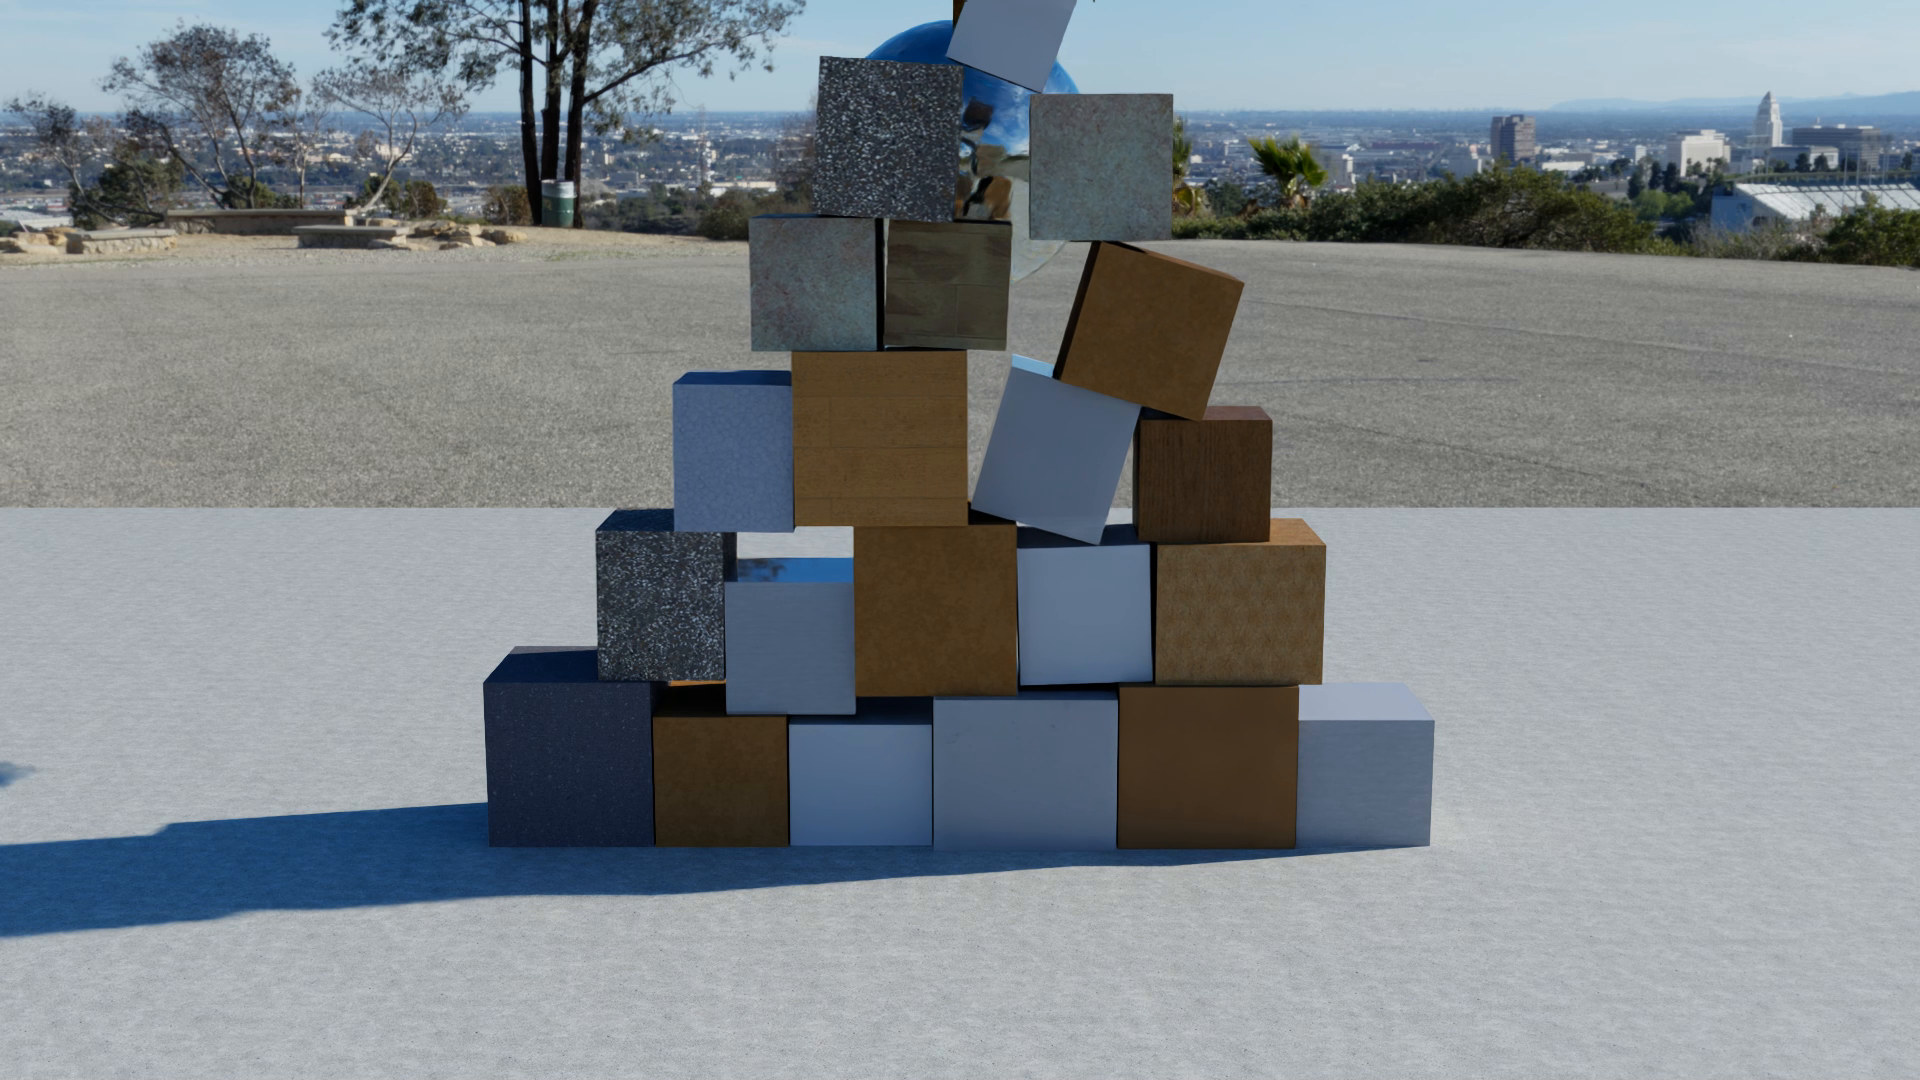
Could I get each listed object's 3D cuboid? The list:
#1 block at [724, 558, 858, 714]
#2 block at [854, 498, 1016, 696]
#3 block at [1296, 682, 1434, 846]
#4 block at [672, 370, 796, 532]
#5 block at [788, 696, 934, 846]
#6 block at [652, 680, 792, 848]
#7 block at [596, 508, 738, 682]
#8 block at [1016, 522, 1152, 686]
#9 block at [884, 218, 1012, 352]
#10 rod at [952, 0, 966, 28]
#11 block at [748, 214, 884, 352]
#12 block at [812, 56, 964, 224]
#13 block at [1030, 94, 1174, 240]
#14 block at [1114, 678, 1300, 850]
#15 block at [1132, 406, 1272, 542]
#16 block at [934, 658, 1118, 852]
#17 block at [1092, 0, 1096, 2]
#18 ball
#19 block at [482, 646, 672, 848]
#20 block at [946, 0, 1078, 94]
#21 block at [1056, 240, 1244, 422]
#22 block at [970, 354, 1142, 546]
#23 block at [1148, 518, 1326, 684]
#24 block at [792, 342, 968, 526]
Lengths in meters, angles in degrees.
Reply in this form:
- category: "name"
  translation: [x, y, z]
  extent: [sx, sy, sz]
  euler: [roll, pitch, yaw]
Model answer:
- category: "block"
  translation: [-0.845, 0.482, 11.270]
  extent: [0.647, 0.674, 0.661]
  euler: [0, 10, 0]
- category: "block"
  translation: [-0.120, 0.280, 11.257]
  extent: [0.801, 0.862, 0.811]
  euler: [0, 10, 0]
- category: "block"
  translation: [2.029, 1.151, 11.404]
  extent: [0.677, 0.654, 0.776]
  euler: [0, 10, 0]
- category: "block"
  translation: [-1.107, -0.459, 11.103]
  extent: [0.587, 0.728, 0.702]
  euler: [1, 10, 0]
- category: "block"
  translation: [-0.498, 1.165, 11.406]
  extent: [0.715, 0.627, 0.749]
  euler: [0, 10, 0]
- category: "block"
  translation: [-1.197, 1.144, 11.394]
  extent: [0.664, 0.673, 0.790]
  euler: [0, 10, 0]
- category: "block"
  translation: [-1.485, 0.266, 11.236]
  extent: [0.627, 0.755, 0.702]
  euler: [1, 10, 0]
- category: "block"
  translation: [0.621, 0.316, 11.248]
  extent: [0.659, 0.694, 0.658]
  euler: [-2, 10, 1]
- category: "block"
  translation: [-0.059, -1.288, 10.958]
  extent: [0.597, 0.607, 0.606]
  euler: [3, 10, 0]
- category: "rod"
  translation: [0.000, -5.162, 11.155]
  extent: [0.080, 5.200, 0.080]
  euler: [0, 31, 0]
- category: "block"
  translation: [-0.699, -1.288, 10.924]
  extent: [0.606, 0.639, 0.663]
  euler: [0, 10, 2]
- category: "block"
  translation: [-0.343, -1.967, 10.817]
  extent: [0.678, 0.738, 0.779]
  euler: [4, 10, 0]
- category: "block"
  translation: [0.684, -1.840, 10.828]
  extent: [0.676, 0.696, 0.628]
  euler: [0, 11, 1]
- category: "block"
  translation: [1.235, 1.066, 11.367]
  extent: [0.889, 0.836, 0.835]
  euler: [0, 10, 0]
- category: "block"
  translation: [1.216, -0.342, 11.132]
  extent: [0.649, 0.608, 0.579]
  euler: [0, 10, 1]
- category: "block"
  translation: [0.324, 1.095, 11.365]
  extent: [0.912, 0.780, 0.890]
  euler: [0, 10, 0]
- category: "block"
  translation: [0.481, -3.041, 10.618]
  extent: [0.634, 0.644, 0.718]
  euler: [20, 11, -2]
- category: "ball"
  translation: [0.000, -2.233, 12.883]
  extent: [1.600, 1.600, 1.600]
  euler: [0, 10, 0]
- category: "block"
  translation: [-1.954, 1.055, 11.385]
  extent: [0.828, 0.852, 0.809]
  euler: [0, 10, 0]
- category: "block"
  translation: [0.261, -2.511, 10.716]
  extent: [0.498, 0.521, 0.483]
  euler: [20, 11, -2]
- category: "block"
  translation: [0.930, -1.068, 10.967]
  extent: [0.718, 0.702, 0.716]
  euler: [16, 10, -2]
- category: "block"
  translation: [0.479, -0.469, 11.122]
  extent: [0.664, 0.734, 0.658]
  euler: [16, 10, -1]
- category: "block"
  translation: [1.386, 0.303, 11.255]
  extent: [0.829, 0.706, 0.786]
  euler: [0, 10, 0]
- category: "block"
  translation: [-0.385, -0.562, 11.096]
  extent: [0.847, 0.855, 0.832]
  euler: [0, 10, 0]
